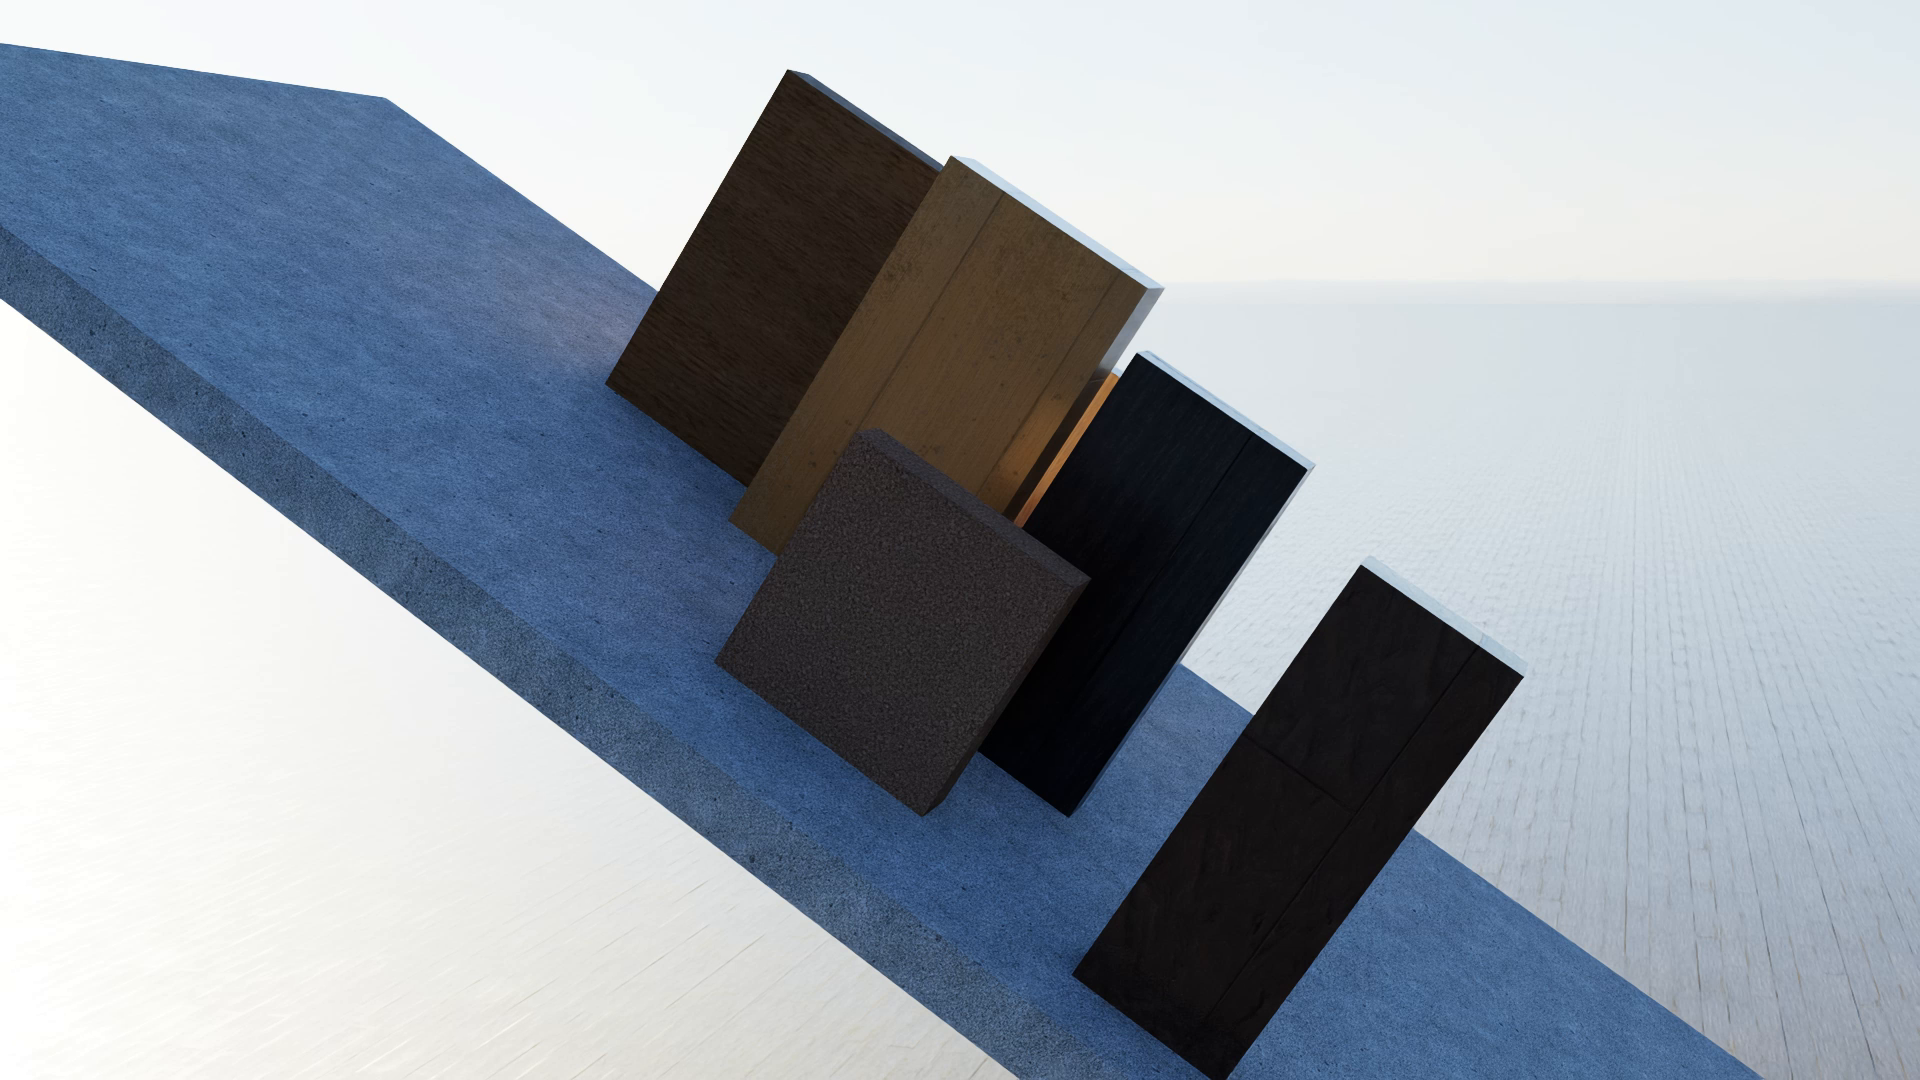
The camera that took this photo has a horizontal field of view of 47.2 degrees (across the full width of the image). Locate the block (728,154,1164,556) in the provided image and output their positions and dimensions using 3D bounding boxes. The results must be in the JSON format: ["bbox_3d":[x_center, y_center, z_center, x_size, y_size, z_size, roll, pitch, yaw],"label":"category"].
[{"bbox_3d":[-0.031,-0.244,4.007,0.426,0.791,0.147,36,15,10],"label":"block"}]

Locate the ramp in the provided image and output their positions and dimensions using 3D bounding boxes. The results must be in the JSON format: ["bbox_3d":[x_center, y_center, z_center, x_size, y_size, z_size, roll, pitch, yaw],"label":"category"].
[{"bbox_3d":[-0.127,0.214,4.099,4.000,0.100,2.000,36,15,10],"label":"ramp"}]

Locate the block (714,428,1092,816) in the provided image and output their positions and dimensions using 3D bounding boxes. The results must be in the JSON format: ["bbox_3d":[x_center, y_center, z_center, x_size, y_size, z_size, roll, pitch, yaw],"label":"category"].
[{"bbox_3d":[-0.093,0.125,3.409,0.410,0.438,0.107,36,15,10],"label":"block"}]

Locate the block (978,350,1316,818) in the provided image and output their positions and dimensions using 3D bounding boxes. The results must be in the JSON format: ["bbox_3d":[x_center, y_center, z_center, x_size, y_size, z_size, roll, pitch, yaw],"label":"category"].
[{"bbox_3d":[0.251,0.076,3.710,0.339,0.720,0.096,36,15,10],"label":"block"}]

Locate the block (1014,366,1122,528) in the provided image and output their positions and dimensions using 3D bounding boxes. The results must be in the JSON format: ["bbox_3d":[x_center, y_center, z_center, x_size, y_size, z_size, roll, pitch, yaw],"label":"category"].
[{"bbox_3d":[0.224,-0.093,4.536,0.424,0.538,0.082,36,15,10],"label":"block"}]

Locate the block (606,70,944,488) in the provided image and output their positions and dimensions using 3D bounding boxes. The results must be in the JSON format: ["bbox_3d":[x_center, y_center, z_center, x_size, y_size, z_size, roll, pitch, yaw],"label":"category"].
[{"bbox_3d":[-0.321,-0.482,4.298,0.449,0.724,0.116,36,15,10],"label":"block"}]

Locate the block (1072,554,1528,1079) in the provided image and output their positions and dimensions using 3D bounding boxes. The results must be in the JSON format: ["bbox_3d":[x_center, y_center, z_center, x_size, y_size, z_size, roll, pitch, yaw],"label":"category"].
[{"bbox_3d":[0.475,0.400,3.118,0.263,0.735,0.109,36,15,10],"label":"block"}]
